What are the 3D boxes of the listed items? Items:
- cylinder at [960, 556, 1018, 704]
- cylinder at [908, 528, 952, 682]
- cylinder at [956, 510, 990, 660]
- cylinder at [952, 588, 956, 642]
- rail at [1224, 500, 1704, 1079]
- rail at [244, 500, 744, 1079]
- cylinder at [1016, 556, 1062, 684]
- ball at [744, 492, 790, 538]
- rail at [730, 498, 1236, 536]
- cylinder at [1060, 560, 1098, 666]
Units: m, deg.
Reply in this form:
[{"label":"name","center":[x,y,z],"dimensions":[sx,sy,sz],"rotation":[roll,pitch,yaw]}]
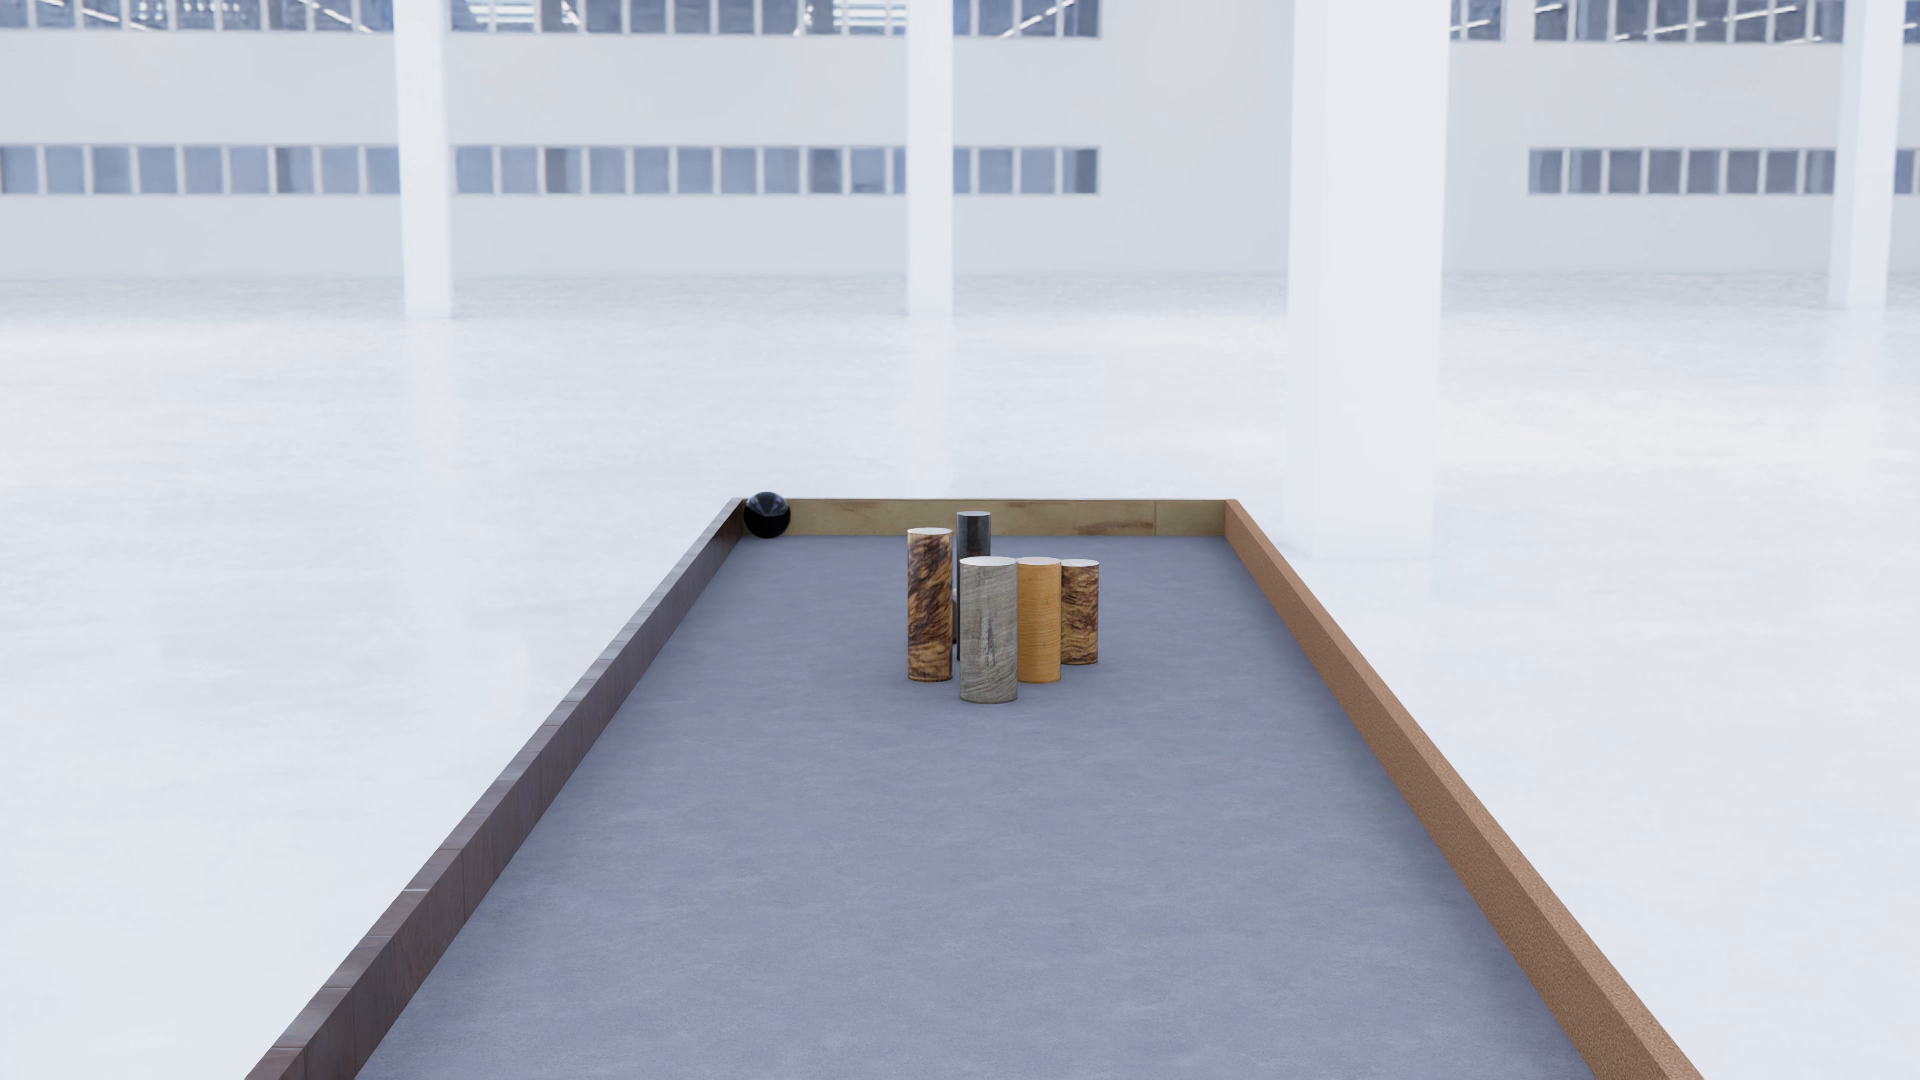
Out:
[{"label":"cylinder","center":[0.081,0.252,6.171],"dimensions":[0.163,0.391,0.163],"rotation":[0,9,0]},{"label":"cylinder","center":[-0.087,0.189,6.426],"dimensions":[0.131,0.436,0.131],"rotation":[0,9,0]},{"label":"cylinder","center":[0.041,0.141,6.682],"dimensions":[0.104,0.449,0.104],"rotation":[0,9,0]},{"label":"cylinder","center":[0.032,0.226,7.077],"dimensions":[0.159,0.159,0.340],"rotation":[6,11,33]},{"label":"rail","center":[1.046,0.843,3.208],"dimensions":[0.050,0.150,12.000],"rotation":[0,9,1]},{"label":"rail","center":[-1.004,0.839,3.234],"dimensions":[0.050,0.150,12.000],"rotation":[0,9,1]},{"label":"cylinder","center":[0.225,0.233,6.419],"dimensions":[0.140,0.350,0.140],"rotation":[0,9,0]},{"label":"ball","center":[-0.793,-0.103,9.033],"dimensions":[0.196,0.196,0.196],"rotation":[0,9,0]},{"label":"rail","center":[0.099,-0.098,9.147],"dimensions":[2.100,0.150,0.050],"rotation":[0,9,1]},{"label":"cylinder","center":[0.353,0.218,6.669],"dimensions":[0.134,0.302,0.134],"rotation":[0,9,0]}]
